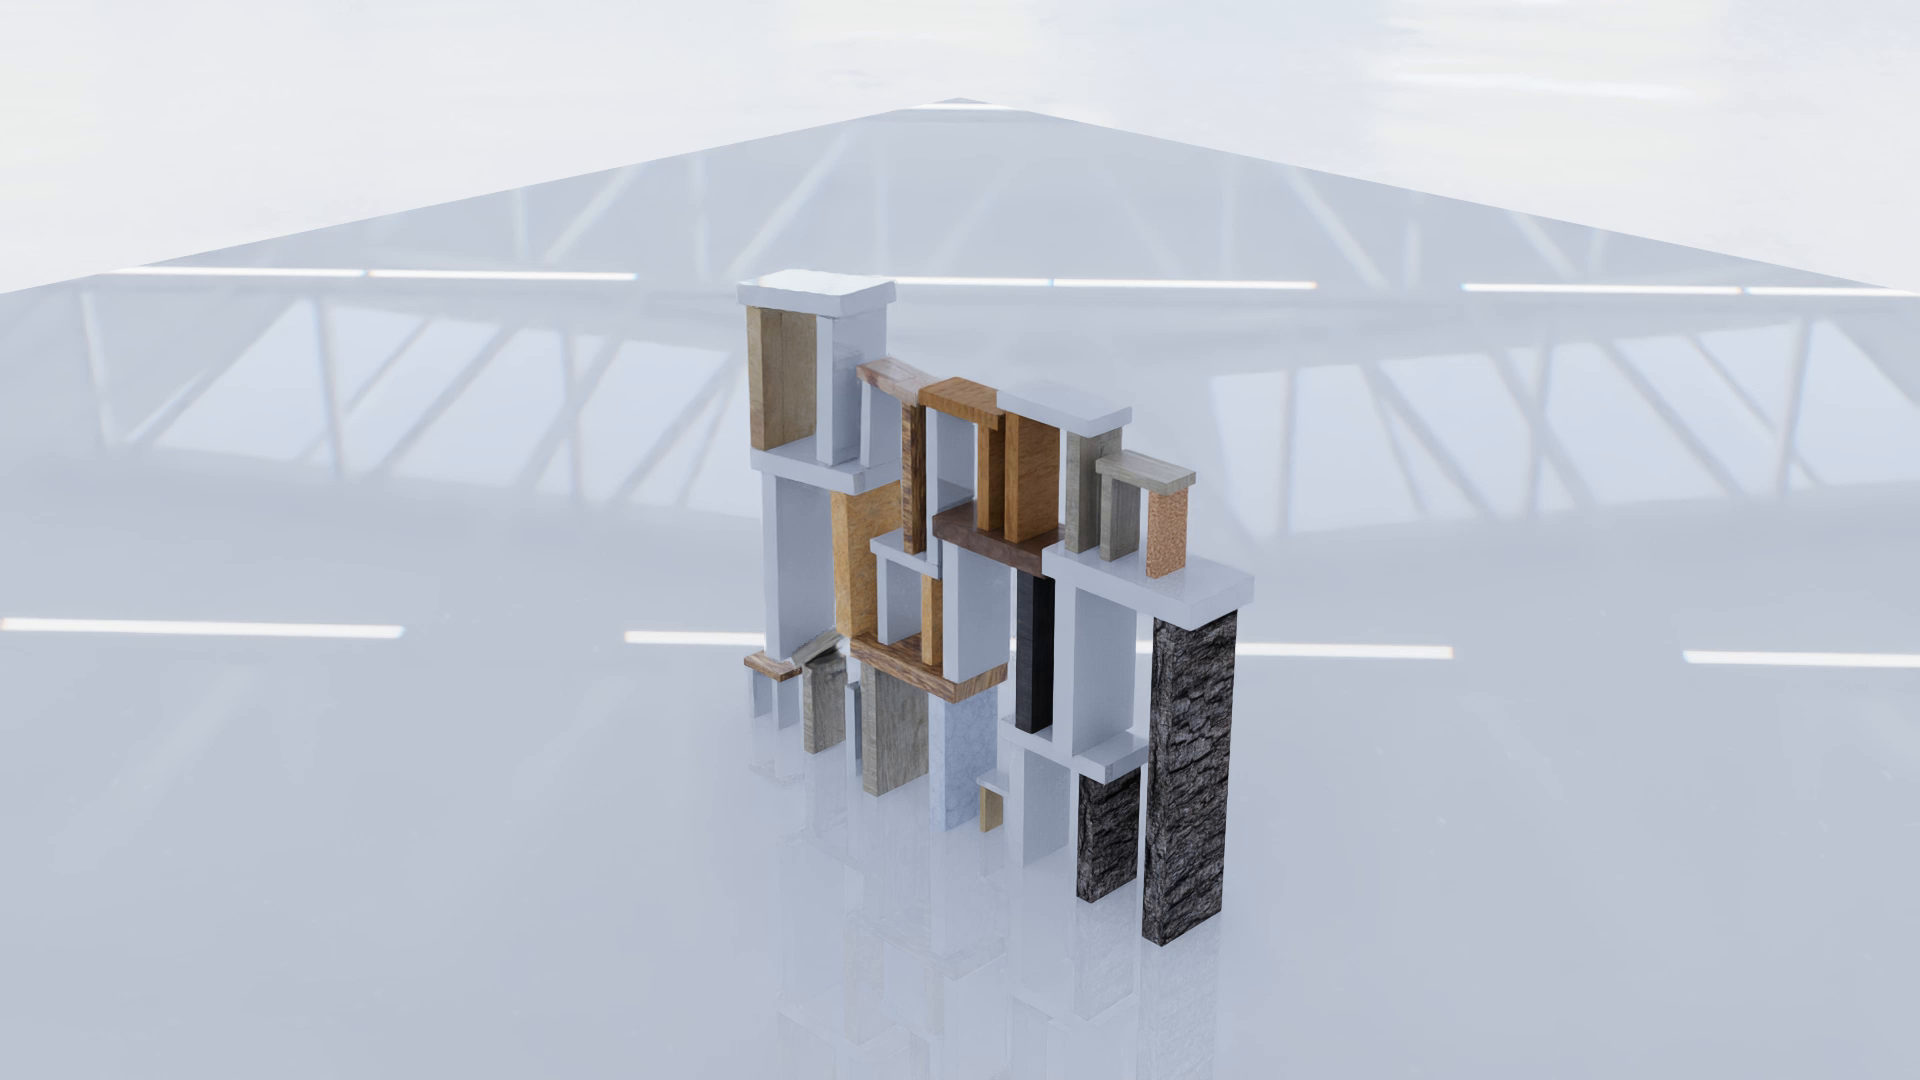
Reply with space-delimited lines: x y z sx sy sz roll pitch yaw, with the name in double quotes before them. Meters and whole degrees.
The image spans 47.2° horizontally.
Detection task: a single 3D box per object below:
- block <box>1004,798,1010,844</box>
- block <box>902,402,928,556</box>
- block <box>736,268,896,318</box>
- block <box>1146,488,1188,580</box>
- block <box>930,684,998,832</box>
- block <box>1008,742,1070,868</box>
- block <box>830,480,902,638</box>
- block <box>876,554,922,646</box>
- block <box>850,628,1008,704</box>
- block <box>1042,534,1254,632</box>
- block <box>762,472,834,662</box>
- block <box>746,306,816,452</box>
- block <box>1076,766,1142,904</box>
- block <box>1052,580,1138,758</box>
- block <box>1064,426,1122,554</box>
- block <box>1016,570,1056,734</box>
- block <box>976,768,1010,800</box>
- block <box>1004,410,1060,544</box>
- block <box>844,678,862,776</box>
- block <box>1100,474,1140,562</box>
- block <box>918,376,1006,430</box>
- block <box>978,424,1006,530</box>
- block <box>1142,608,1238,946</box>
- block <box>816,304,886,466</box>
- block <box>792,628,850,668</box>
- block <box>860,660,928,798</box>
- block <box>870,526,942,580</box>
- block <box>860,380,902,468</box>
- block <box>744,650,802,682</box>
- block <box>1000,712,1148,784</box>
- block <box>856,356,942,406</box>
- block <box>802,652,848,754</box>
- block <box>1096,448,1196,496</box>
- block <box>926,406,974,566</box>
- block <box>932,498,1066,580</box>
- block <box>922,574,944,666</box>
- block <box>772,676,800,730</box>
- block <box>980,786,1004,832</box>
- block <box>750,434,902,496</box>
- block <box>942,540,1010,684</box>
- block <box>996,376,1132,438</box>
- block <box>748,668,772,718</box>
"block" 0.111 0.546 4.341 0.015 0.103 0.051 21 31 41
"block" -0.071 -0.128 4.237 0.087 0.309 0.025 -21 31 -40
"block" -0.283 -0.487 4.323 0.298 0.042 0.149 12 25 42
"block" 0.360 -0.020 3.818 0.023 0.160 0.080 21 31 41
"block" 0.008 0.420 4.390 0.042 0.298 0.149 21 31 41
"block" 0.155 0.491 4.264 0.038 0.265 0.133 21 31 41
"block" -0.184 0.027 4.431 0.044 0.309 0.154 17 27 40
"block" -0.121 0.107 4.393 0.095 0.191 0.027 -21 31 -40
"block" -0.064 0.236 4.387 0.149 0.042 0.298 -21 31 -40
"block" 0.330 0.061 3.895 0.345 0.049 0.172 21 31 41
"block" -0.337 0.036 4.596 0.044 0.419 0.154 23 32 40
"block" -0.358 -0.343 4.456 0.042 0.298 0.149 22 31 39
"block" 0.280 0.540 4.148 0.038 0.265 0.133 21 31 41
"block" 0.249 0.211 4.046 0.049 0.345 0.172 21 31 41
"block" 0.238 -0.099 3.922 0.032 0.225 0.113 21 31 41
"block" 0.170 0.189 4.121 0.145 0.327 0.041 -21 31 -41
"block" 0.087 0.483 4.341 0.103 0.015 0.051 21 31 41
"block" 0.133 -0.129 4.025 0.032 0.251 0.113 21 31 40
"block" -0.192 0.384 4.599 0.029 0.202 0.101 21 31 41
"block" 0.284 -0.049 3.887 0.023 0.160 0.080 21 31 41
"block" 0.031 -0.254 4.080 0.204 0.029 0.102 22 31 40
"block" 0.079 -0.129 4.084 0.029 0.204 0.102 21 31 41
"block" 0.412 0.414 3.956 0.049 0.648 0.172 21 31 41
"block" -0.213 -0.309 4.322 0.042 0.298 0.149 21 30 37
"block" -0.258 0.208 4.592 0.101 0.029 0.202 -21 -8 -40
"block" -0.132 0.365 4.519 0.149 0.298 0.042 -21 31 -41
"block" -0.076 0.024 4.309 0.095 0.027 0.191 -21 31 -41
"block" -0.153 -0.235 4.292 0.025 0.175 0.087 23 31 38
"block" -0.408 0.273 4.784 0.121 0.017 0.061 21 31 41
"block" 0.218 0.376 4.147 0.265 0.038 0.133 21 31 41
"block" -0.108 -0.305 4.211 0.087 0.025 0.175 -19 35 -38
"block" -0.286 0.347 4.685 0.029 0.202 0.101 22 31 40
"block" 0.322 -0.118 3.817 0.160 0.023 0.080 21 31 41
"block" -0.018 -0.115 4.196 0.029 0.317 0.102 21 32 39
"block" 0.101 -0.007 4.112 0.290 0.041 0.145 21 31 40
"block" -0.031 0.142 4.310 0.095 0.191 0.027 -21 31 -40
"block" -0.379 0.348 4.785 0.017 0.121 0.061 21 31 41
"block" 0.063 0.528 4.386 0.015 0.103 0.051 21 31 41
"block" -0.264 -0.157 4.432 0.309 0.044 0.154 15 27 42
"block" 0.033 0.119 4.239 0.041 0.290 0.145 21 31 40
"block" 0.185 -0.238 3.921 0.112 0.032 0.225 -21 31 -40
"block" -0.436 0.326 4.838 0.017 0.121 0.061 21 31 41
